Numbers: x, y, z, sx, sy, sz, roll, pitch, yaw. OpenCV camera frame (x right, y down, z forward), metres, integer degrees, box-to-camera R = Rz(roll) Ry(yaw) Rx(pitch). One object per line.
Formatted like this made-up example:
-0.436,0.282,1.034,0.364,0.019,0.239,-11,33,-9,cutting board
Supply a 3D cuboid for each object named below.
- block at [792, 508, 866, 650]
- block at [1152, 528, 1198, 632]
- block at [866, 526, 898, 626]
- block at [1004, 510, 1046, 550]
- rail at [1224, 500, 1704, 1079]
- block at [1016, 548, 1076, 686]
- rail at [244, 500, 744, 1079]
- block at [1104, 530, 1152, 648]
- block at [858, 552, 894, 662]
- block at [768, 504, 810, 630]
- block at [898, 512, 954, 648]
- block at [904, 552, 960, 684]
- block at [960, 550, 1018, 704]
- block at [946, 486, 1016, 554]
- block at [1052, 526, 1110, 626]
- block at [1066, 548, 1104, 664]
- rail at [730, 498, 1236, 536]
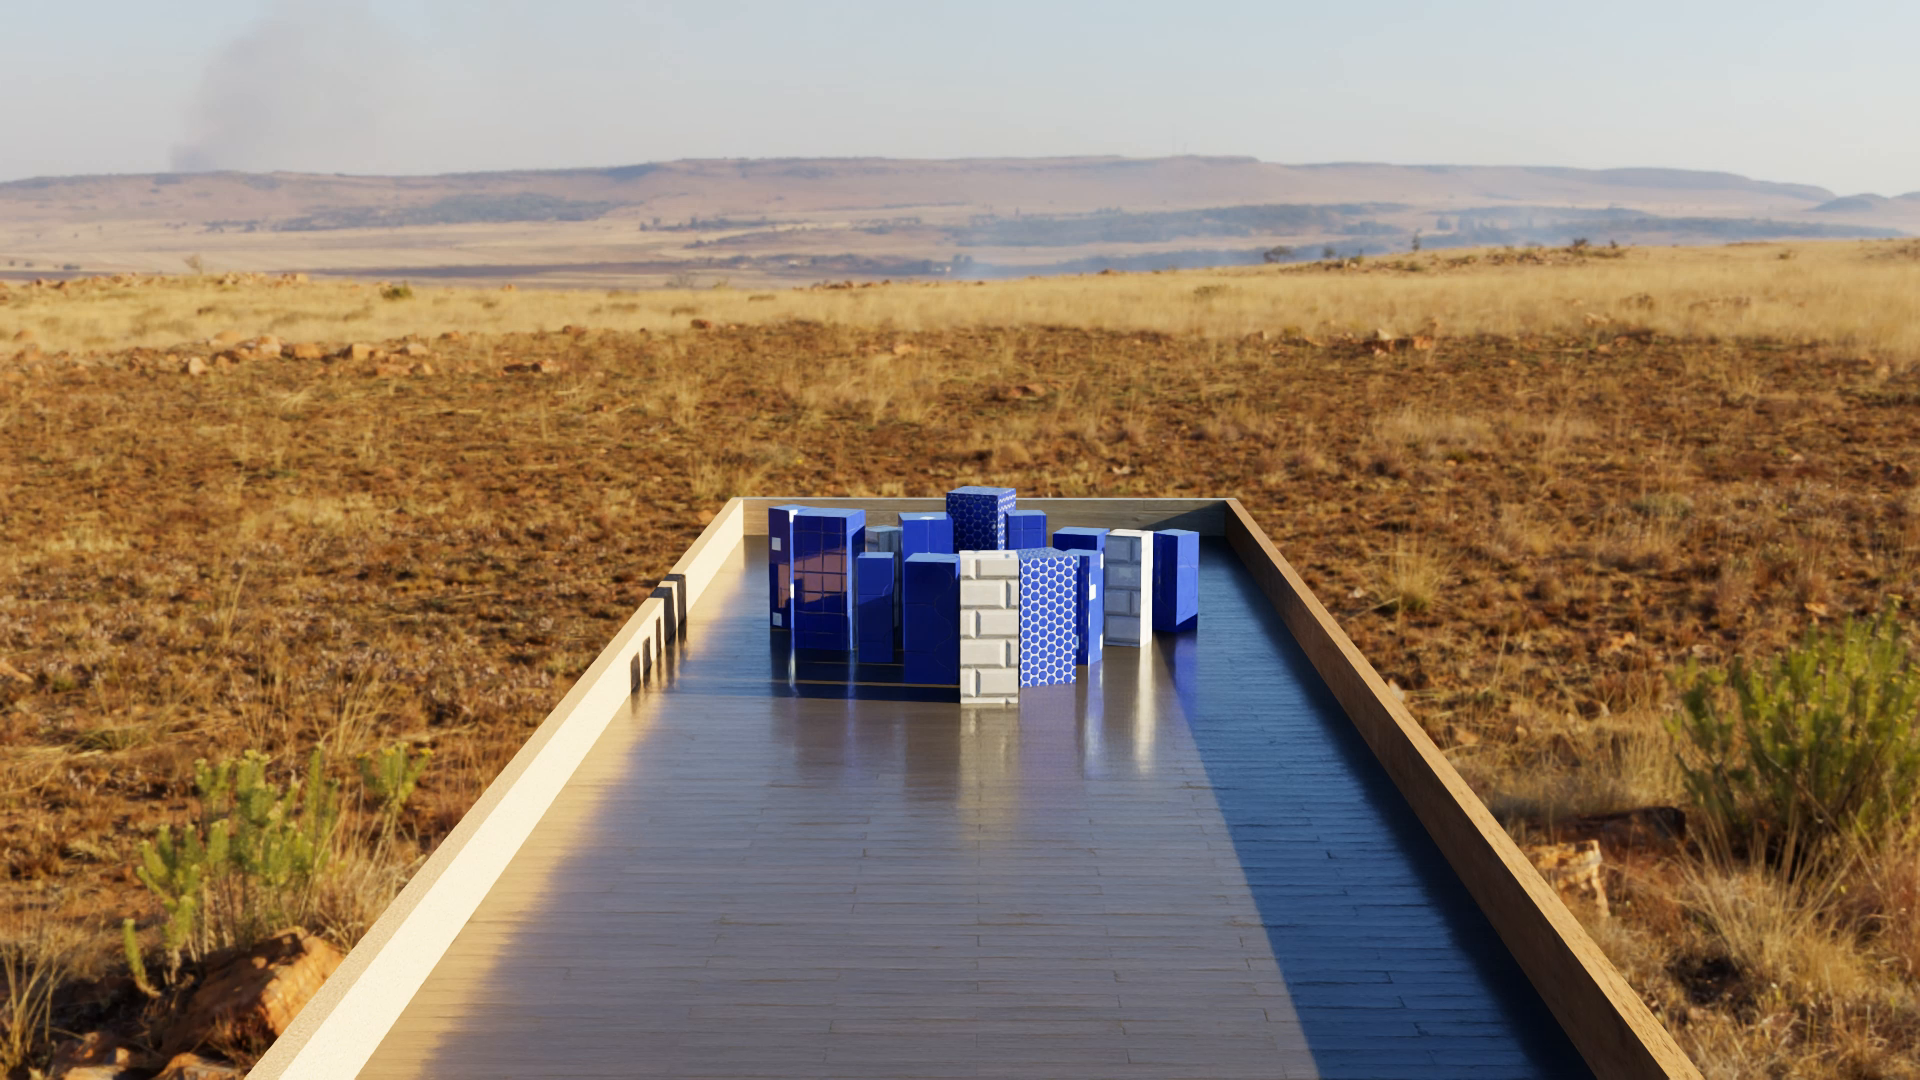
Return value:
-0.409,0.120,6.913,0.177,0.419,0.177,3,9,16,block
0.699,0.132,7.164,0.109,0.317,0.109,9,12,44,block
-0.253,0.121,7.227,0.113,0.319,0.113,-7,12,-38,block
0.204,0.119,6.934,0.117,0.414,0.117,-1,9,-7,block
1.046,0.843,3.208,0.050,0.150,12.000,0,9,1,rail
0.222,0.222,6.421,0.176,0.371,0.176,-4,10,-22,block
-1.004,0.839,3.234,0.050,0.150,12.000,0,9,1,rail
0.531,0.151,6.939,0.120,0.351,0.120,3,10,21,block
-0.255,0.205,6.688,0.103,0.322,0.103,0,9,1,block
-0.551,0.088,7.206,0.105,0.392,0.105,9,12,43,block
-0.109,0.127,6.909,0.156,0.407,0.156,-1,9,-7,block
-0.074,0.229,6.419,0.149,0.359,0.149,2,9,10,block
0.080,0.243,6.186,0.160,0.404,0.160,0,9,-1,block
0.069,0.064,7.157,0.176,0.454,0.176,3,10,20,block
0.397,0.125,7.219,0.149,0.313,0.149,3,10,19,block
0.365,0.202,6.672,0.103,0.333,0.103,4,10,26,block
0.099,-0.098,9.147,2.100,0.150,0.050,0,9,1,rail
